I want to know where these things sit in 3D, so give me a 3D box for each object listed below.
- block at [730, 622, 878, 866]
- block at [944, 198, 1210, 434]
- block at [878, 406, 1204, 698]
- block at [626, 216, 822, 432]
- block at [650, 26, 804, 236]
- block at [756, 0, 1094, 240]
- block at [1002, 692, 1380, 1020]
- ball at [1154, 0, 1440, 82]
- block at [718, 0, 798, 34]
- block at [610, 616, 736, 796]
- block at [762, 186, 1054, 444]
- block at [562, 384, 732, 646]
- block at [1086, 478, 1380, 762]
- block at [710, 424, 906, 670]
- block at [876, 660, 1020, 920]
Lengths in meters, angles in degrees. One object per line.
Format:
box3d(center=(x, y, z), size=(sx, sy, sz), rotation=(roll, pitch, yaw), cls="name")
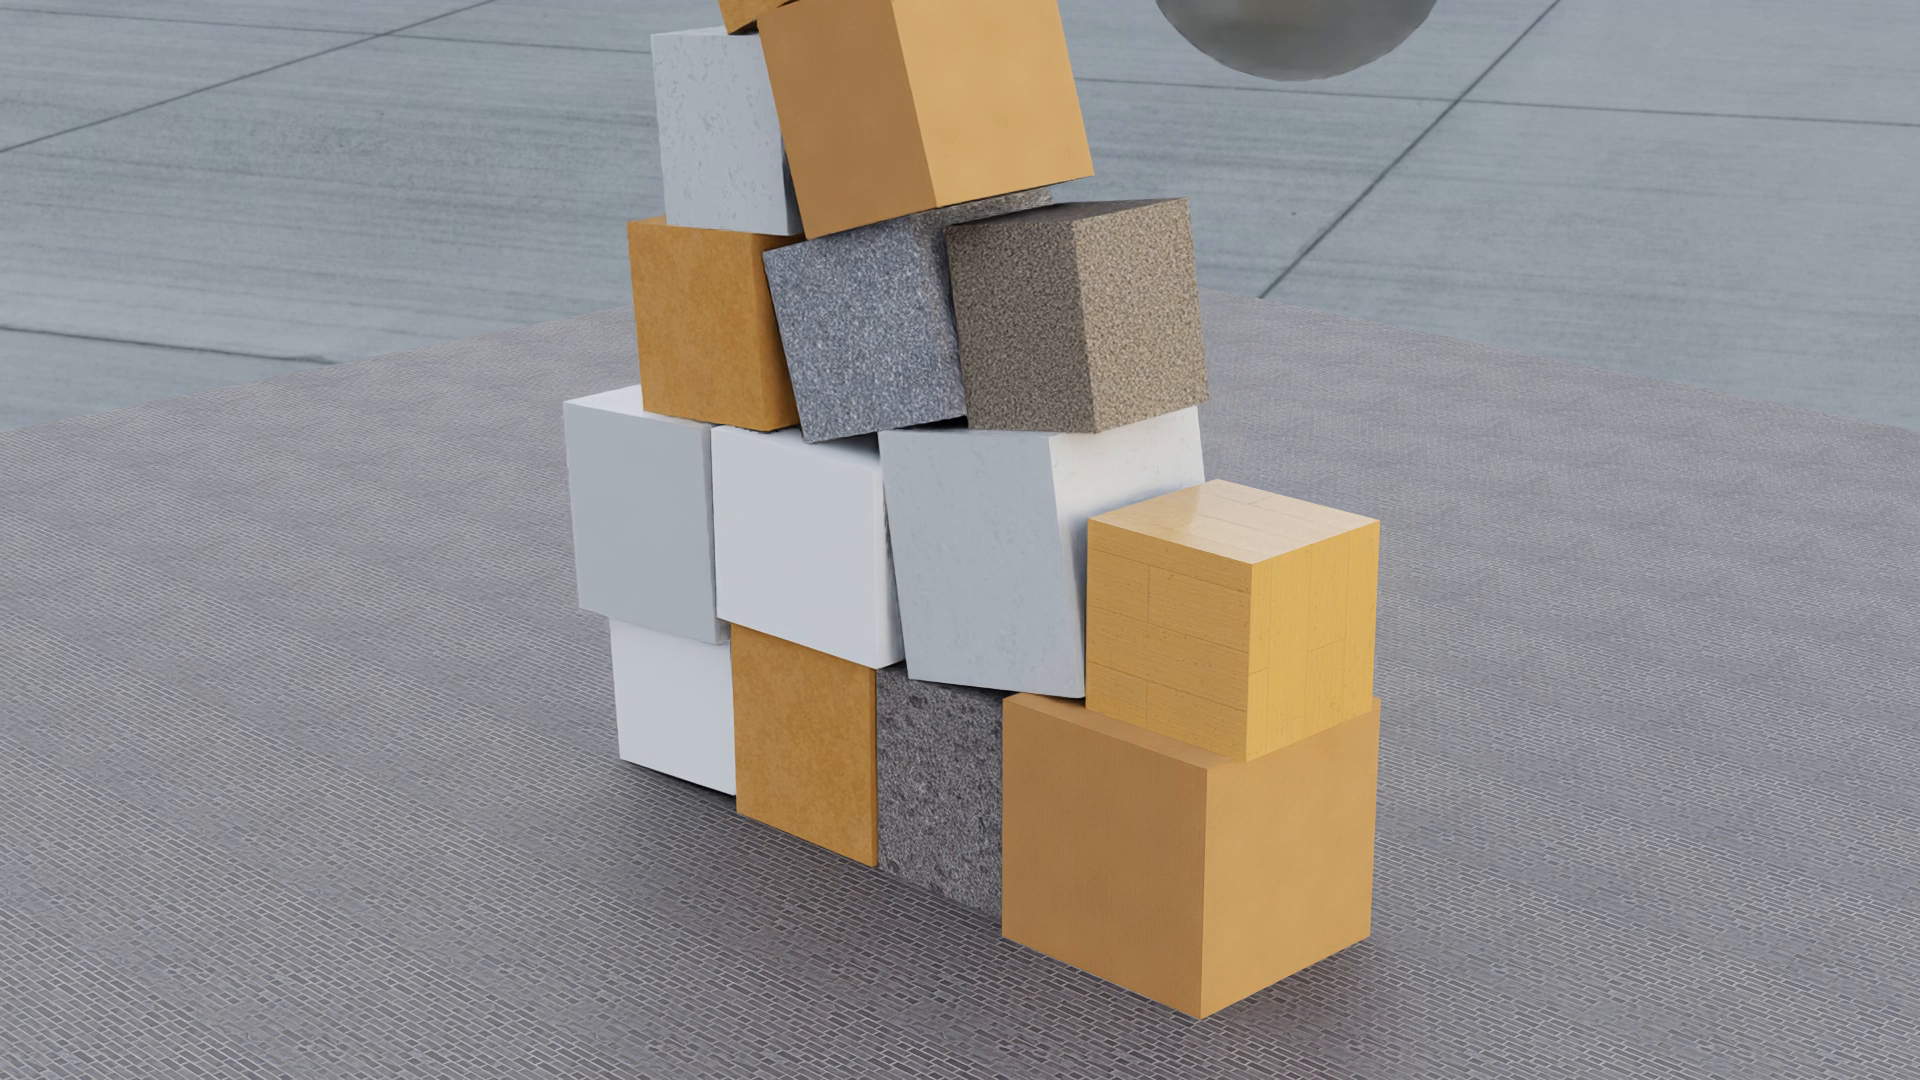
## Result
box3d(center=(-0.403, 0.833, 14.018), size=(0.966, 0.996, 0.954), rotation=(-17, 23, -42), cls="block")
box3d(center=(0.503, -0.964, 12.523), size=(0.720, 0.881, 0.750), rotation=(-17, 15, -43), cls="block")
box3d(center=(0.400, -0.005, 12.936), size=(1.033, 1.120, 0.949), rotation=(4, 15, 45), cls="block")
box3d(center=(-0.912, -1.093, 13.946), size=(0.885, 0.912, 0.928), rotation=(-16, 18, -41), cls="block")
box3d(center=(-0.792, -1.927, 13.542), size=(0.852, 0.882, 0.850), rotation=(-17, 19, -42), cls="block")
box3d(center=(-0.151, -1.948, 12.849), size=(0.972, 0.998, 0.864), rotation=(-17, 7, -42), cls="block")
box3d(center=(0.989, 1.205, 12.667), size=(1.137, 1.106, 1.141), rotation=(-17, 24, -42), cls="block")
box3d(center=(1.623, -3.012, 14.096), size=(1.600, 1.600, 1.600), rotation=(0, 17, 0), cls="ball")
box3d(center=(-0.659, -2.733, 13.132), size=(0.768, 0.685, 0.644), rotation=(-17, -1, -43), cls="block")
box3d(center=(-1.102, 0.704, 14.692), size=(0.860, 0.790, 0.935), rotation=(-17, 20, -42), cls="block")
box3d(center=(-0.149, -1.008, 13.201), size=(0.878, 0.886, 1.008), rotation=(-17, 7, -42), cls="block")
box3d(center=(-1.176, -0.203, 14.523), size=(1.076, 1.055, 1.052), rotation=(-17, 20, -42), cls="block")
box3d(center=(1.133, 0.315, 12.256), size=(0.875, 0.839, 0.831), rotation=(17, 24, 42), cls="block")
box3d(center=(-0.389, -0.084, 13.732), size=(1.081, 0.924, 1.075), rotation=(16, 23, 42), cls="block")
box3d(center=(0.268, 1.040, 13.388), size=(0.926, 0.988, 0.899), rotation=(-17, 24, -42), cls="block")
